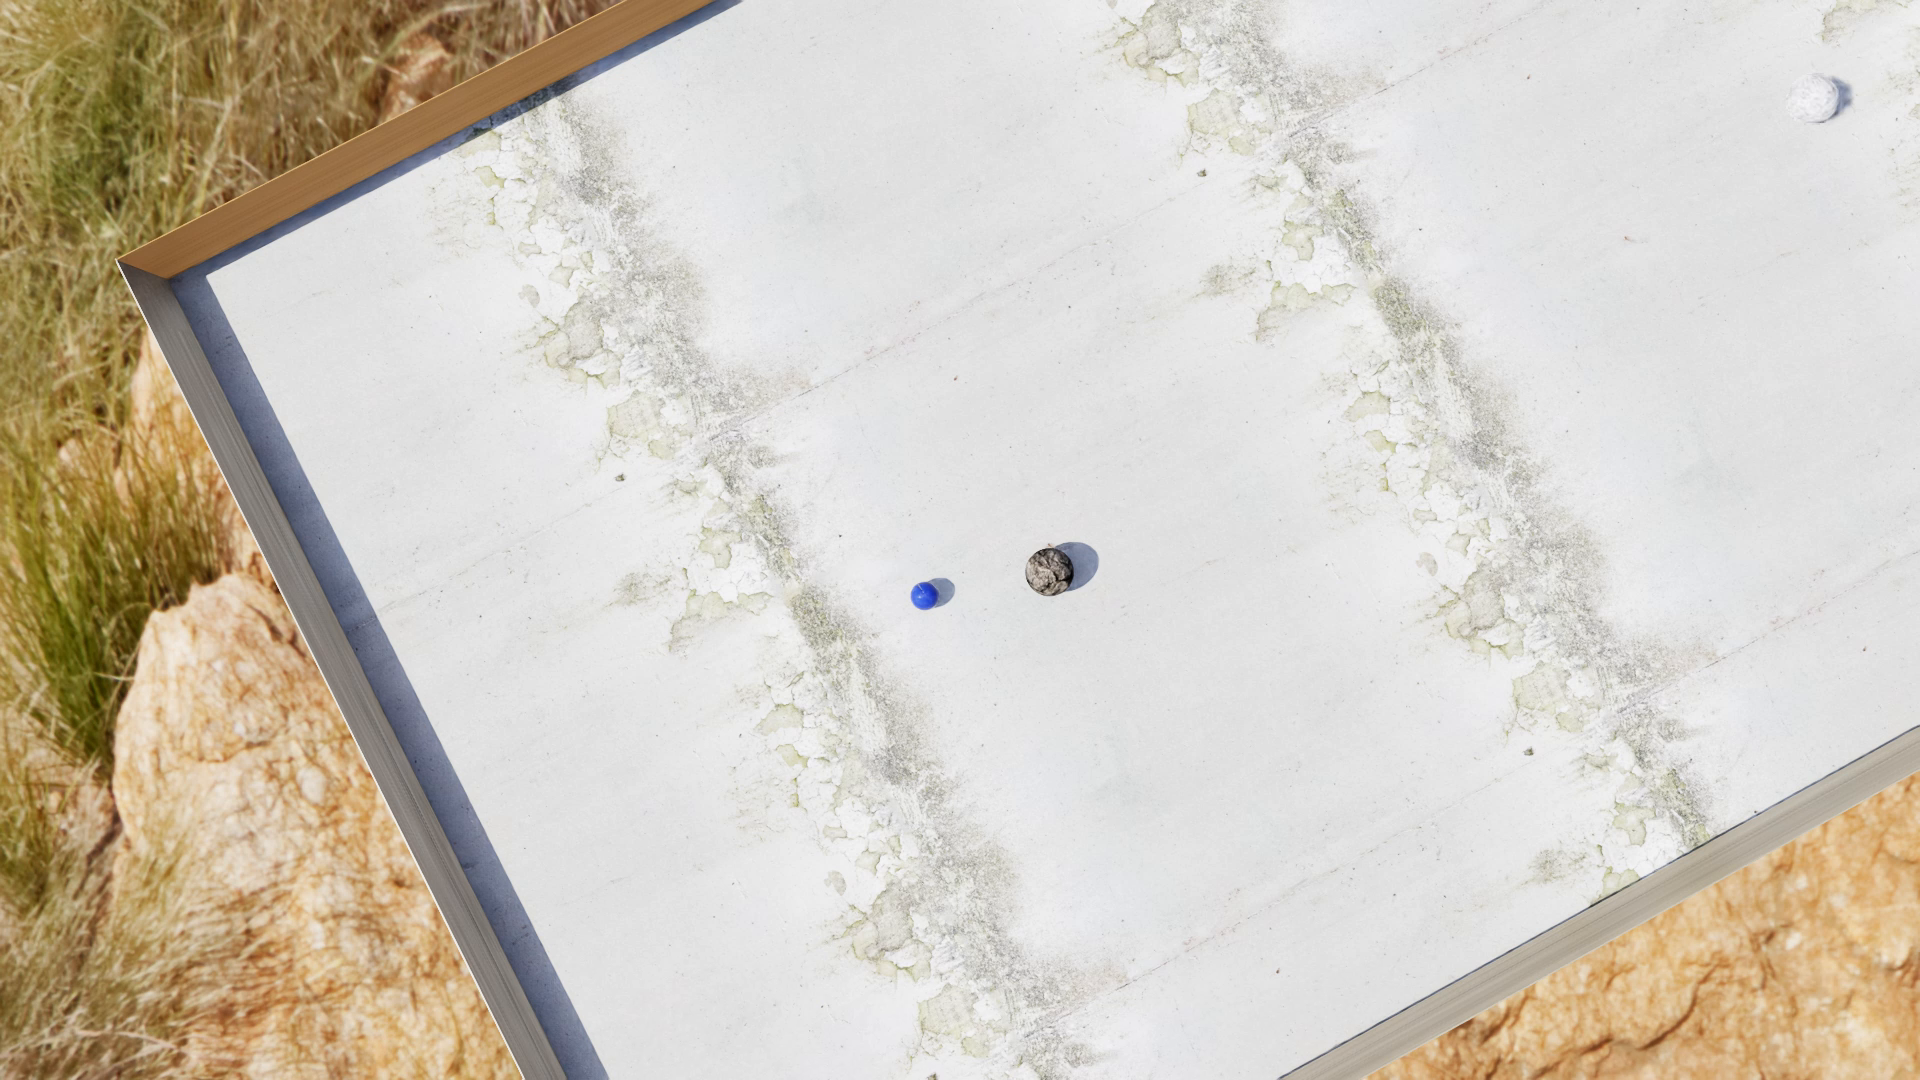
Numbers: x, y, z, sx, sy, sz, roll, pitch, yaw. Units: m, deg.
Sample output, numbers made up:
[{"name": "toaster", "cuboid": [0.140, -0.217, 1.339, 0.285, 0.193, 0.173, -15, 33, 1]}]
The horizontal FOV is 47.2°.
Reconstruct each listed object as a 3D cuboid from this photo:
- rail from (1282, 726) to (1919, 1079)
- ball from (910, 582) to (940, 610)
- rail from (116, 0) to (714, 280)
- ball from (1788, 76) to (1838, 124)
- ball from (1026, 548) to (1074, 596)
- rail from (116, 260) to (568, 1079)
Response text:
[{"name": "rail", "cuboid": [1.240, 0.384, 3.198, 3.638, 0.094, 0.045, -28, 84, -3]}, {"name": "ball", "cuboid": [-0.052, 0.083, 3.262, 0.044, 0.044, 0.044, 0, 83, 0]}, {"name": "rail", "cuboid": [0.365, -1.240, 3.404, 3.638, 0.094, 0.045, -28, 84, -3]}, {"name": "ball", "cuboid": [1.298, -0.670, 3.344, 0.071, 0.071, 0.071, 0, 83, 0]}, {"name": "ball", "cuboid": [0.132, 0.048, 3.253, 0.072, 0.072, 0.072, 0, 83, 0]}, {"name": "rail", "cuboid": [-0.781, 0.412, 3.195, 0.045, 0.094, 1.903, -28, 84, -3]}]
